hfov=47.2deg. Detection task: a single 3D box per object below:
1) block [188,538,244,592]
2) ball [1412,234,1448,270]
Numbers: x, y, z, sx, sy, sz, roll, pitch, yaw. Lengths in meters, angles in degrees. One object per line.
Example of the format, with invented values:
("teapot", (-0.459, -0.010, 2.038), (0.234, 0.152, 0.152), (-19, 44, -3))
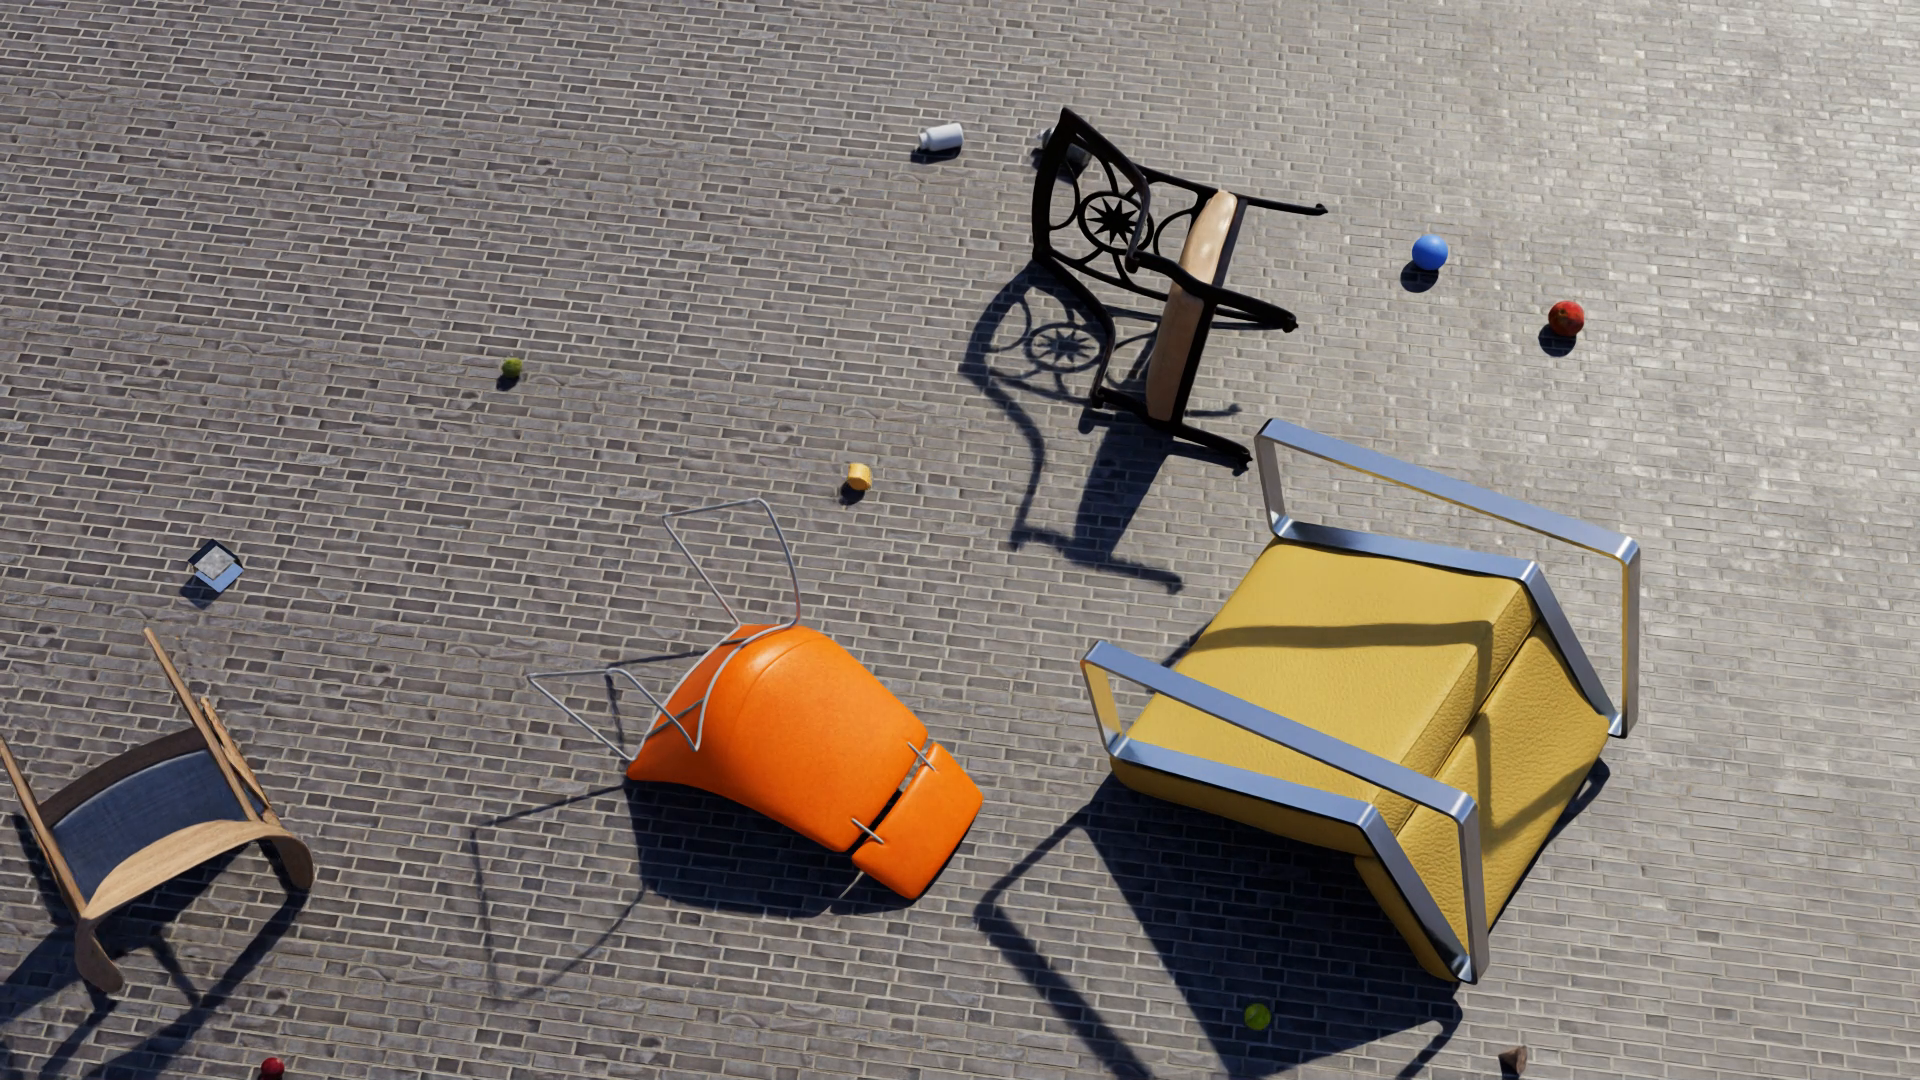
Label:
("block", (-2.192, 0.075, 6.479), (0.109, 0.074, 0.099), (32, 62, 19))
("ball", (1.524, -0.932, 7.129), (0.116, 0.116, 0.116), (0, 56, 0))
